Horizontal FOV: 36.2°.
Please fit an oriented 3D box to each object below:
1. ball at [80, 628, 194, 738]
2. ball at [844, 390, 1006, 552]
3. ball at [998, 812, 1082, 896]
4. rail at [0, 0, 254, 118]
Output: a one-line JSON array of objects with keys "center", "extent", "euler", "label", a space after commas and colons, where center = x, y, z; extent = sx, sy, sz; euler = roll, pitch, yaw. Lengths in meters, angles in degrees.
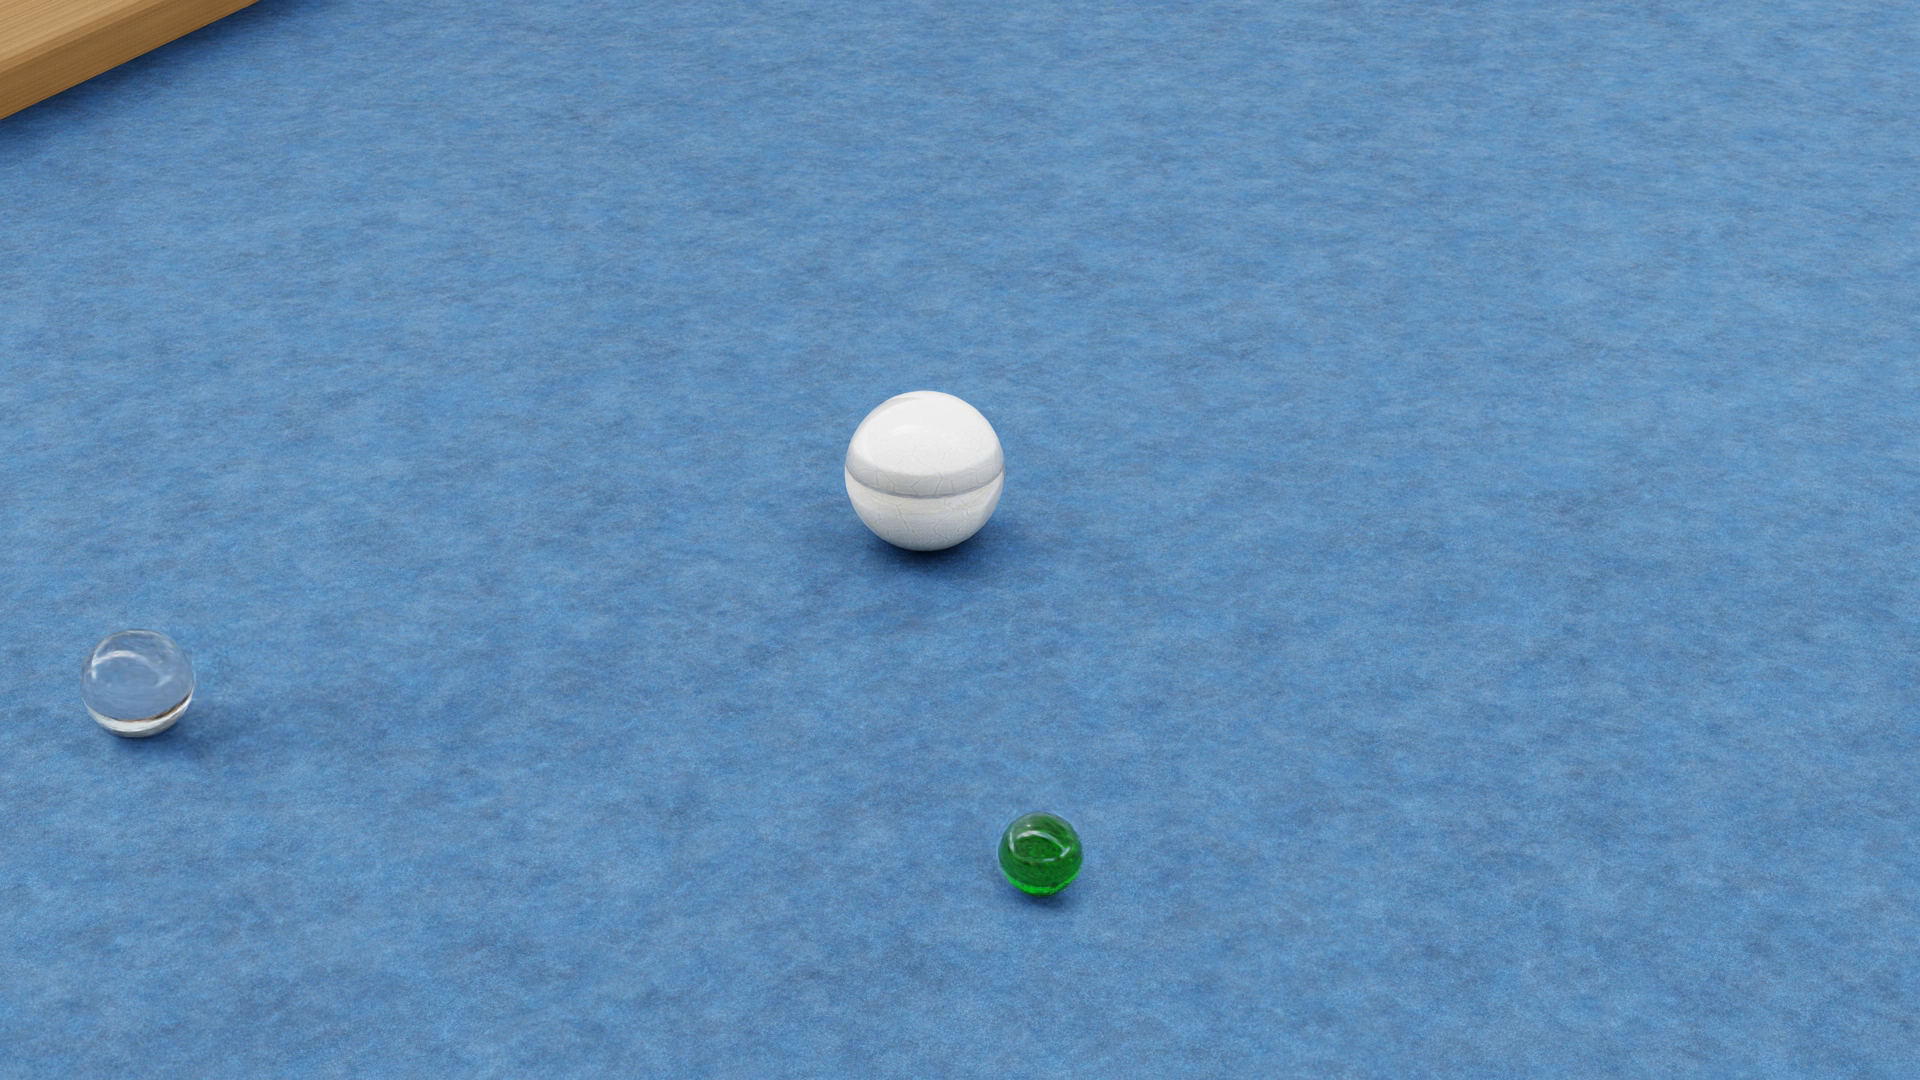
[{"center": [-0.428, 0.074, 1.530], "extent": [0.057, 0.057, 0.057], "euler": [0, 29, 0], "label": "ball"}, {"center": [-0.020, -0.040, 1.701], "extent": [0.093, 0.093, 0.093], "euler": [0, 29, 0], "label": "ball"}, {"center": [0.038, 0.150, 1.409], "extent": [0.040, 0.040, 0.040], "euler": [0, 29, 0], "label": "ball"}, {"center": [-0.455, -0.668, 2.818], "extent": [0.045, 0.121, 4.014], "euler": [13, 31, 23], "label": "rail"}]
